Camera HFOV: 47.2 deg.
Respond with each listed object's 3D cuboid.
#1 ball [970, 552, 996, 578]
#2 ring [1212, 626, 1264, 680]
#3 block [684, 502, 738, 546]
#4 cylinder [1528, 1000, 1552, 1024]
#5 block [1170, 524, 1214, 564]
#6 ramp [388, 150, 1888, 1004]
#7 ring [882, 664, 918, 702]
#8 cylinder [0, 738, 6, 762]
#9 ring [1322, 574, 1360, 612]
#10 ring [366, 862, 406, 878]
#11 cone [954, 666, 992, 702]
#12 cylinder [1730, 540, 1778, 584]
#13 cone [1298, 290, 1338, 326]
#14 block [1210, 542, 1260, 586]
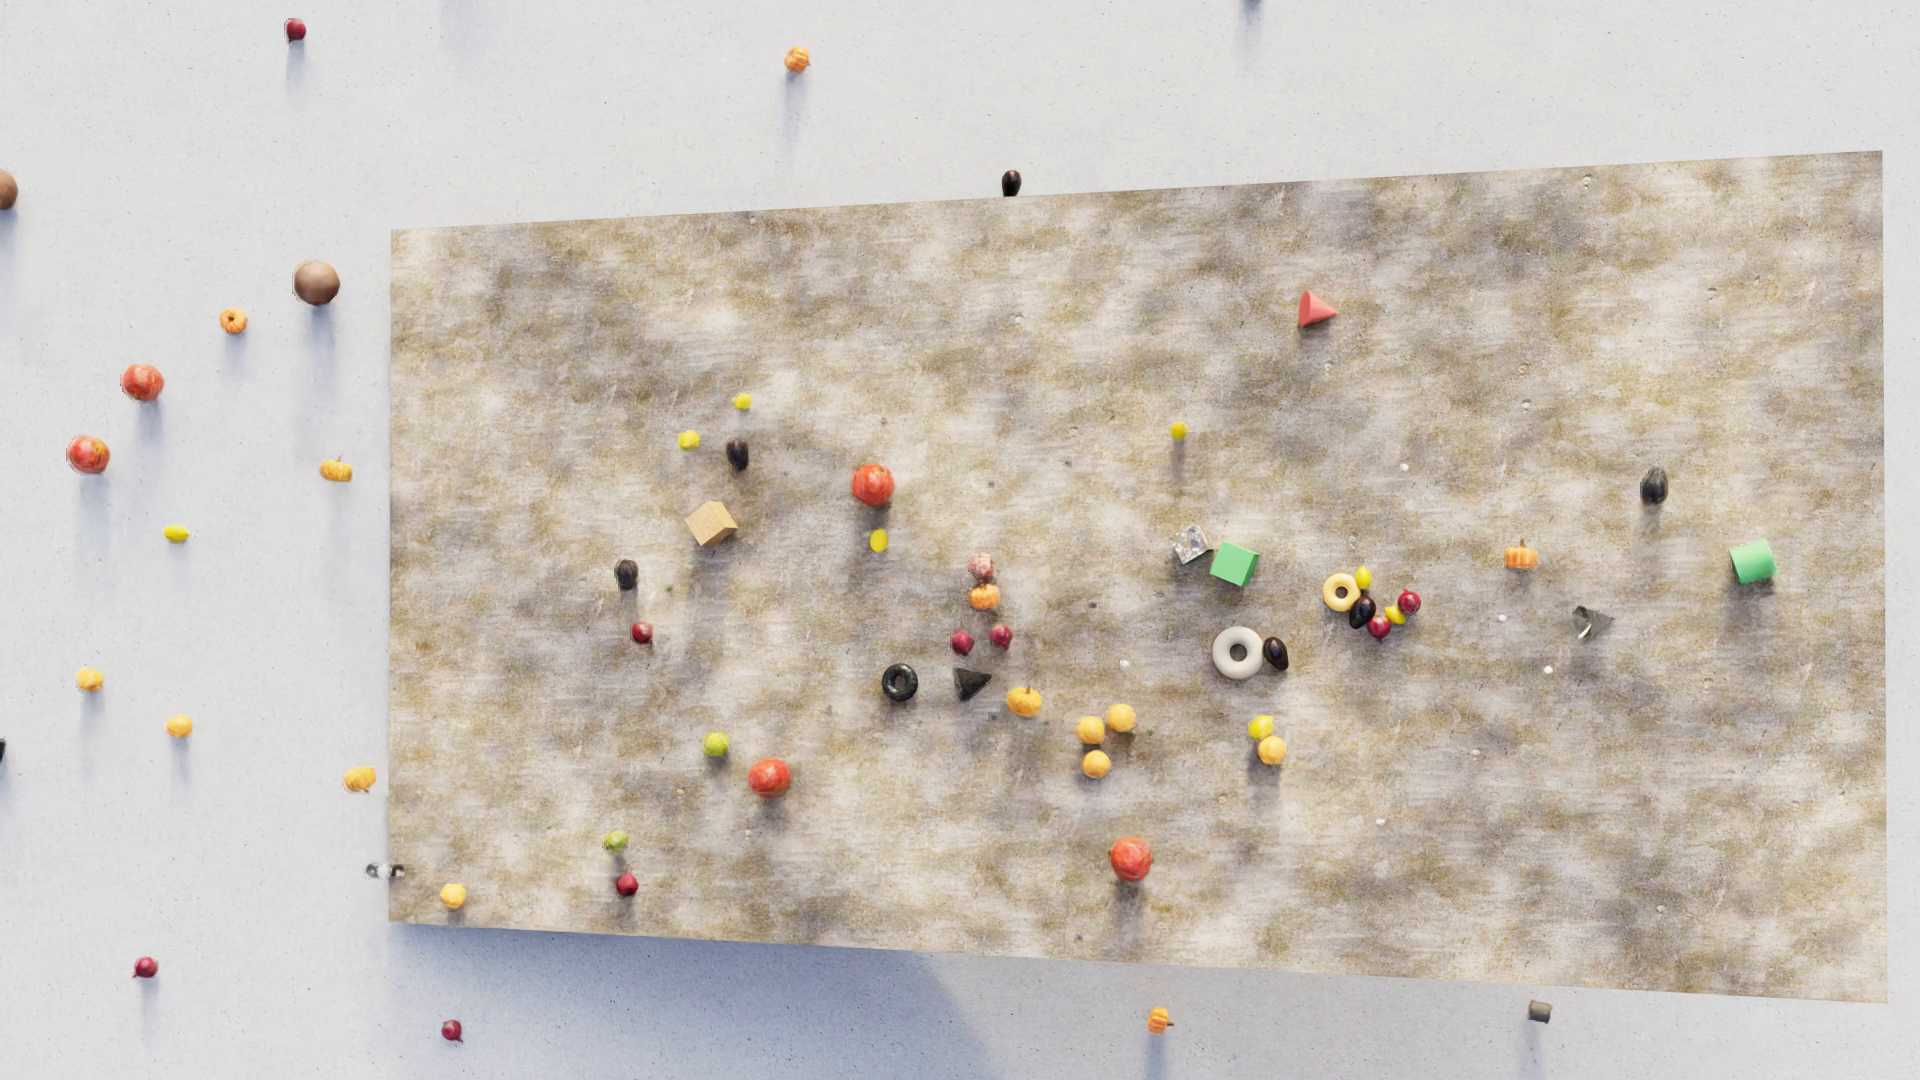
[{"bbox_3d":[0.060,0.066,5.782,0.064,0.064,0.064,0,89,0],"label":"ball"},{"bbox_3d":[0.707,0.286,5.585,0.136,0.045,0.136,0,91,18],"label":"ring"},{"bbox_3d":[-0.679,-0.044,6.004,0.087,0.087,0.087,-36,79,14],"label":"block"},{"bbox_3d":[1.683,1.370,6.387,0.057,0.057,0.057,11,89,8],"label":"cylinder"},{"bbox_3d":[0.591,0.010,5.609,0.076,0.076,0.076,-32,80,15],"label":"block"},{"bbox_3d":[0.275,0.093,5.800,4.000,0.100,2.000,0,89,18],"label":"ramp"},{"bbox_3d":[-0.160,0.380,5.863,0.102,0.034,0.102,-1,88,19],"label":"ring"},{"bbox_3d":[-2.832,0.620,6.396,0.091,0.091,0.091,16,89,0],"label":"cylinder"},{"bbox_3d":[0.957,0.132,5.515,0.096,0.032,0.096,0,89,17],"label":"ring"},{"bbox_3d":[-1.641,0.943,6.278,0.112,0.112,0.037,7,79,0],"label":"ring"},{"bbox_3d":[0.043,0.370,5.793,0.098,0.098,0.098,-13,89,-10],"label":"cone"},{"bbox_3d":[1.876,0.053,5.198,0.086,0.086,0.086,-19,89,16],"label":"cylinder"},{"bbox_3d":[0.911,-0.576,5.534,0.091,0.091,0.091,6,89,-9],"label":"cone"},{"bbox_3d":[0.696,0.060,5.569,0.087,0.087,0.087,23,96,17],"label":"block"}]
